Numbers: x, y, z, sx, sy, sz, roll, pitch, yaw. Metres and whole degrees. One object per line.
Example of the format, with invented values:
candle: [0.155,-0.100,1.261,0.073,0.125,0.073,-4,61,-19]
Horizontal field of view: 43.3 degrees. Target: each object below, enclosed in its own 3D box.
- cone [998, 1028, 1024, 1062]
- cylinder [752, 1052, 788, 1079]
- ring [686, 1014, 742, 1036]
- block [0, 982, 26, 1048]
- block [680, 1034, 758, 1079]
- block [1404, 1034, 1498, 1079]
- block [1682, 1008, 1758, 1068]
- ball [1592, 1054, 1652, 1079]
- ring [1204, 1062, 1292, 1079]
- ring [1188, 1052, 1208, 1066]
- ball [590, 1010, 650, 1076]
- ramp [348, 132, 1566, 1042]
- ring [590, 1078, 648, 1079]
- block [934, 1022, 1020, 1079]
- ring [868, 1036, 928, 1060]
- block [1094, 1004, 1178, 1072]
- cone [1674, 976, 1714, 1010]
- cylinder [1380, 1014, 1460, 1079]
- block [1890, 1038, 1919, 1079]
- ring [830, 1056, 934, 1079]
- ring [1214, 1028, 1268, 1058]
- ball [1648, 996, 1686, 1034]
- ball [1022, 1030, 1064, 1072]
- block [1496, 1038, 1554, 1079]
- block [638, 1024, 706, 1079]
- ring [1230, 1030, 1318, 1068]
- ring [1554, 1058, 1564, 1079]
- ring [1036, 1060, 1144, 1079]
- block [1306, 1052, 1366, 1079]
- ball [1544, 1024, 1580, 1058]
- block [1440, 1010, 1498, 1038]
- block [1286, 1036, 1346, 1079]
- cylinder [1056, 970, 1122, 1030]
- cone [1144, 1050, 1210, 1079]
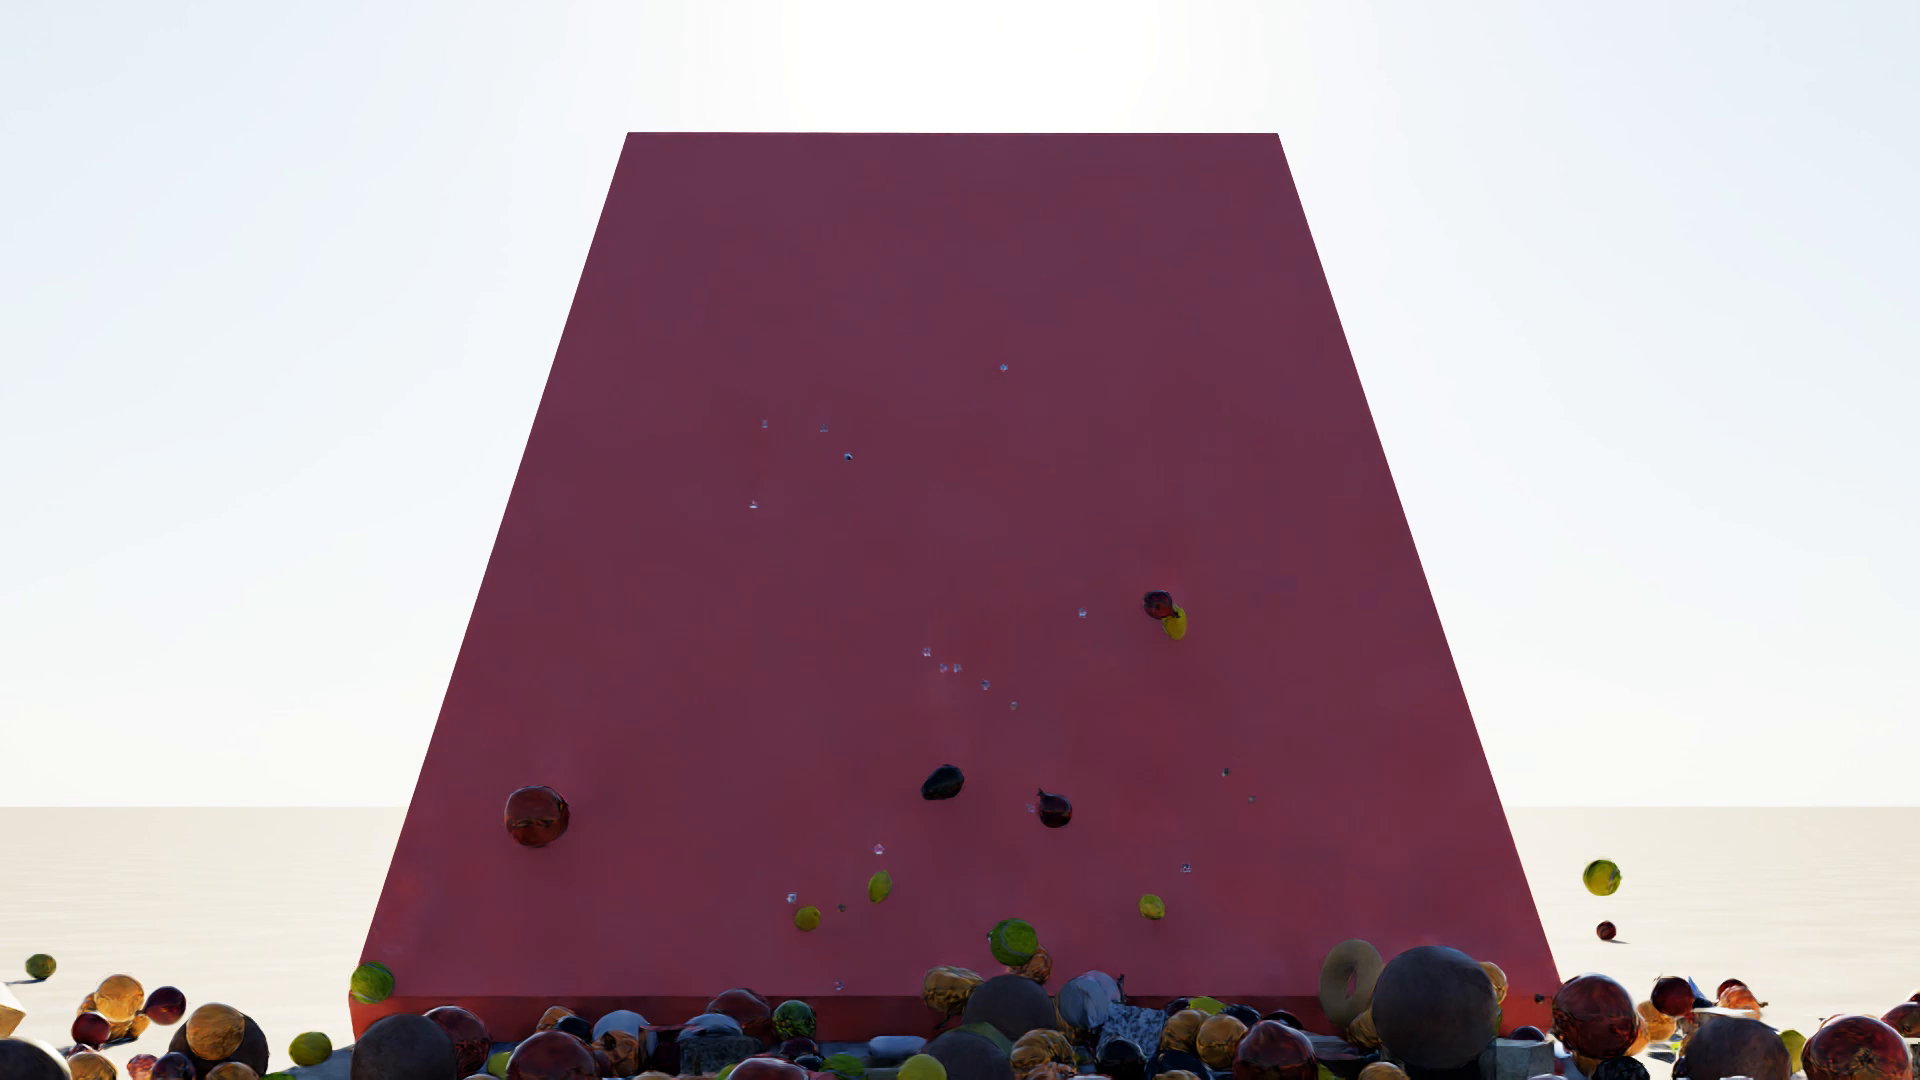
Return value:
cone: [0.076,0.791,3.726,0.056,0.056,0.056,26,0,14]
cylinder: [-0.260,0.730,3.299,0.051,0.051,0.051,0,-1,0]
ring: [-0.373,0.741,3.555,0.110,0.110,0.037,3,35,-27]
block: [-1.508,0.725,3.700,0.088,0.088,0.088,31,-6,37]
block: [-0.330,0.720,3.306,0.077,0.077,0.077,-3,-7,27]
block: [0.628,0.687,3.089,0.096,0.096,0.096,-3,-7,25]
block: [1.158,0.759,3.684,0.081,0.081,0.081,-5,-8,41]
ball: [0.851,0.700,3.106,0.075,0.075,0.075,0,-6,0]
ring: [0.374,0.726,3.214,0.144,0.048,0.144,1,-5,0]
ring: [0.301,0.757,3.463,0.115,0.038,0.115,-1,-6,0]
ball: [-0.495,0.736,3.535,0.095,0.095,0.095,0,-6,0]
ramp: [-0.013,-0.209,5.723,2.000,0.100,4.000,0,30,0]
ring: [-0.436,0.715,3.092,0.131,0.044,0.131,1,-6,0]
block: [0.022,0.685,3.158,0.073,0.073,0.073,-21,-51,34]
ring: [-0.084,0.693,3.298,0.084,0.028,0.084,1,-6,0]
block: [0.244,0.700,3.329,0.083,0.083,0.083,4,-37,23]
cone: [1.384,0.871,4.522,0.083,0.083,0.083,26,-2,9]
cylinder: [0.618,0.692,3.234,0.098,0.098,0.098,0,-19,1]
block: [1.294,0.708,3.215,0.082,0.082,0.082,0,-6,2]
ring: [-0.106,0.729,3.261,0.148,0.049,0.148,-2,-3,0]
ring: [0.455,0.792,3.798,0.114,0.038,0.114,-2,-2,0]
ball: [1.217,0.818,4.160,0.064,0.064,0.064,0,-6,0]
ball: [0.122,0.755,3.565,0.063,0.063,0.063,0,-6,0]
block: [0.717,0.699,3.148,0.086,0.086,0.086,-4,-8,35]
block: [-0.407,0.729,3.406,0.082,0.082,0.082,2,-6,-18]
ring: [0.485,0.774,3.678,0.148,0.049,0.148,0,-6,0]
ring: [0.809,0.757,3.460,0.110,0.037,0.110,0,-7,0]
ring: [0.177,0.727,3.244,0.150,0.050,0.150,3,-9,0]
block: [0.504,0.721,3.241,0.057,0.057,0.057,3,-3,-24]
ball: [0.942,0.783,3.779,0.053,0.053,0.053,0,-6,0]
block: [0.779,0.763,3.702,0.072,0.072,0.072,0,-2,-4]
block: [0.493,0.728,3.350,0.071,0.071,0.071,0,-6,0]
cylinder: [0.180,0.643,3.378,0.072,0.072,0.072,-3,-21,26]
cone: [0.265,0.717,3.109,0.093,0.093,0.093,2,-33,-17]
